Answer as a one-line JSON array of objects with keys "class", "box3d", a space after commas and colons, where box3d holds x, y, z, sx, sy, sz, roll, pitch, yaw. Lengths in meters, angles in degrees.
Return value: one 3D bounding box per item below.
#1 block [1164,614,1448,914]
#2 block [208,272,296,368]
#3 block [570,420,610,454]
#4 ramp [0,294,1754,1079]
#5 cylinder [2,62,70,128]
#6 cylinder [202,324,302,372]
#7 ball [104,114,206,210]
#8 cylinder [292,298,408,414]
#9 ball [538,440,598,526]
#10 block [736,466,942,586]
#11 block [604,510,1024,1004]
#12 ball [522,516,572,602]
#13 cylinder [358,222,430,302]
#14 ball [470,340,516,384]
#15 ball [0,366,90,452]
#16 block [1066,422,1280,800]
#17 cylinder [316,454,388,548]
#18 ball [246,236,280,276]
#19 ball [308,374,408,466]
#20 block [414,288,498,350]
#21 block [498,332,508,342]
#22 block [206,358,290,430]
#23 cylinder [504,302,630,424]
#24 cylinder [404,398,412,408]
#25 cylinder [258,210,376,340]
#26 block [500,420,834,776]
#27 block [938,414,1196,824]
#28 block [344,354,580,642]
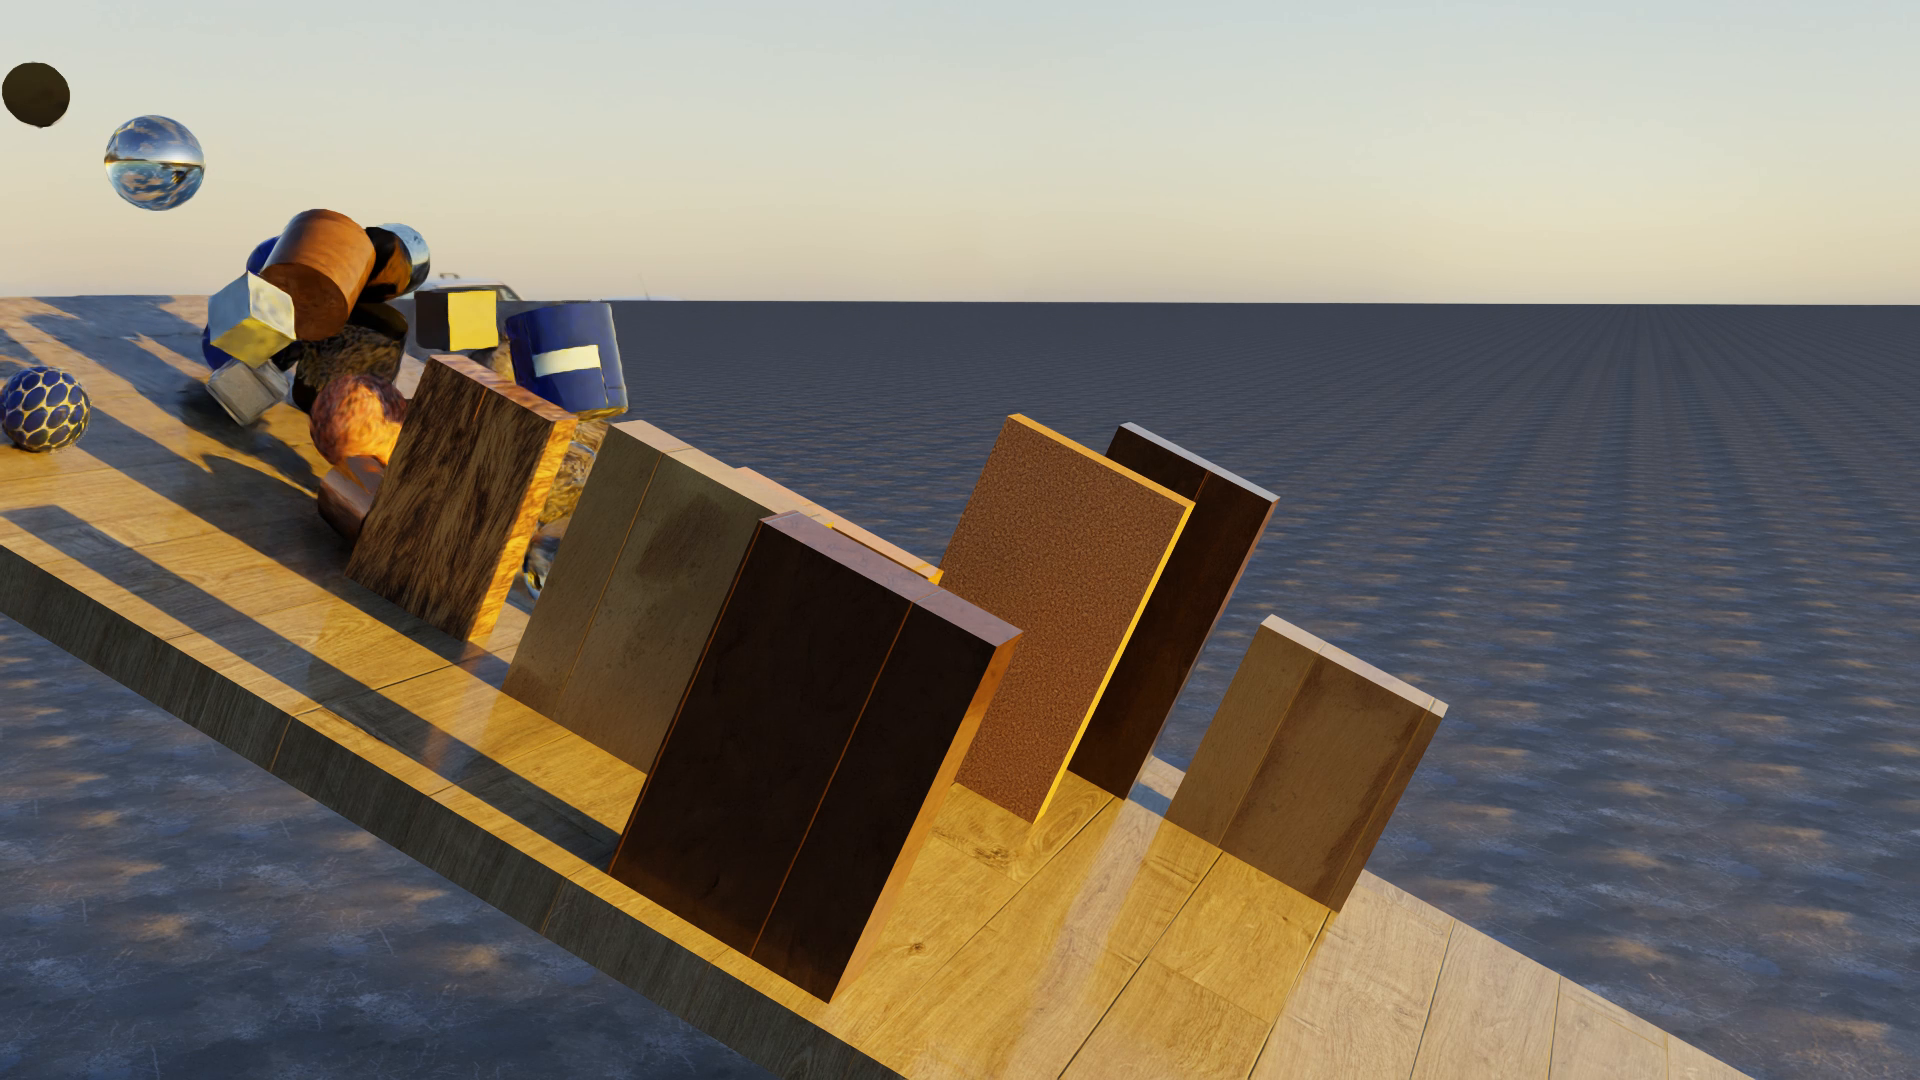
[{"class": "block", "box3d": [0.722, 0.464, 4.601, 0.411, 0.468, 0.140, 28, 14, 12]}, {"class": "block", "box3d": [-1.322, -0.411, 4.104, 0.107, 0.107, 0.107, -29, -35, 21]}, {"class": "block", "box3d": [-0.830, -0.164, 4.905, 0.174, 0.174, 0.174, 22, 14, -12]}, {"class": "ramp", "box3d": [-0.262, 0.446, 4.169, 4.000, 0.100, 2.000, 28, 14, 12]}, {"class": "cylinder", "box3d": [-1.863, -0.898, 4.439, 0.125, 0.125, 0.125, -3, 9, -21]}, {"class": "cylinder", "box3d": [-1.522, -0.425, 4.733, 0.149, 0.149, 0.149, 2, 9, 13]}, {"class": "ball", "box3d": [-1.572, -0.737, 4.295, 0.185, 0.185, 0.185, 0, 7, 0]}, {"class": "cylinder", "box3d": [-1.311, -0.387, 4.728, 0.210, 0.210, 0.210, 16, 29, -9]}, {"class": "ball", "box3d": [-0.839, -0.116, 4.669, 0.191, 0.191, 0.191, 0, 7, 0]}, {"class": "block", "box3d": [-0.313, 0.156, 4.036, 0.424, 0.432, 0.087, 28, 14, 12]}, {"class": "block", "box3d": [-0.219, 0.315, 3.240, 0.392, 0.597, 0.141, 28, 14, 12]}, {"class": "ball", "box3d": [-0.732, 0.053, 4.193, 0.200, 0.200, 0.200, 0, 7, 0]}, {"class": "cylinder", "box3d": [-1.248, -0.603, 4.775, 0.160, 0.160, 0.160, 0, 12, 1]}, {"class": "ball", "box3d": [-0.955, -0.316, 4.641, 0.207, 0.207, 0.207, 0, 7, 0]}, {"class": "ball", "box3d": [-1.603, -0.229, 3.847, 0.151, 0.151, 0.151, 0, 7, 0]}, {"class": "block", "box3d": [0.353, 0.150, 4.632, 0.353, 0.708, 0.103, 28, 14, 12]}, {"class": "cylinder", "box3d": [-1.082, -0.054, 4.077, 0.158, 0.158, 0.158, -7, 32, -43]}, {"class": "ball", "box3d": [-1.454, -0.573, 4.742, 0.166, 0.166, 0.166, 0, 7, 0]}, {"class": "ball", "box3d": [-1.172, -0.227, 4.299, 0.195, 0.195, 0.195, 0, 7, 0]}, {"class": "block", "box3d": [-1.046, -0.459, 4.567, 0.117, 0.117, 0.117, 9, 13, 42]}, {"class": "block", "box3d": [-1.103, -0.410, 5.504, 0.154, 0.154, 0.154, 28, 2, 27]}, {"class": "block", "box3d": [-1.440, -0.314, 4.454, 0.110, 0.110, 0.110, -36, 23, 2]}, {"class": "cylinder", "box3d": [-0.754, -0.334, 4.217, 0.204, 0.204, 0.204, -11, -1, 0]}, {"class": "cylinder", "box3d": [-1.151, -0.237, 4.713, 0.129, 0.129, 0.129, 3, 3, 26]}, {"class": "cylinder", "box3d": [-1.332, -0.548, 4.543, 0.195, 0.195, 0.195, 1, 41, 6]}, {"class": "block", "box3d": [-0.498, 0.114, 3.711, 0.385, 0.508, 0.122, 28, 14, 12]}, {"class": "block", "box3d": [0.128, 0.153, 4.260, 0.385, 0.693, 0.082, 28, 14, 12]}, {"class": "block", "box3d": [-0.887, -0.076, 3.909, 0.258, 0.435, 0.106, 28, 14, 12]}]
